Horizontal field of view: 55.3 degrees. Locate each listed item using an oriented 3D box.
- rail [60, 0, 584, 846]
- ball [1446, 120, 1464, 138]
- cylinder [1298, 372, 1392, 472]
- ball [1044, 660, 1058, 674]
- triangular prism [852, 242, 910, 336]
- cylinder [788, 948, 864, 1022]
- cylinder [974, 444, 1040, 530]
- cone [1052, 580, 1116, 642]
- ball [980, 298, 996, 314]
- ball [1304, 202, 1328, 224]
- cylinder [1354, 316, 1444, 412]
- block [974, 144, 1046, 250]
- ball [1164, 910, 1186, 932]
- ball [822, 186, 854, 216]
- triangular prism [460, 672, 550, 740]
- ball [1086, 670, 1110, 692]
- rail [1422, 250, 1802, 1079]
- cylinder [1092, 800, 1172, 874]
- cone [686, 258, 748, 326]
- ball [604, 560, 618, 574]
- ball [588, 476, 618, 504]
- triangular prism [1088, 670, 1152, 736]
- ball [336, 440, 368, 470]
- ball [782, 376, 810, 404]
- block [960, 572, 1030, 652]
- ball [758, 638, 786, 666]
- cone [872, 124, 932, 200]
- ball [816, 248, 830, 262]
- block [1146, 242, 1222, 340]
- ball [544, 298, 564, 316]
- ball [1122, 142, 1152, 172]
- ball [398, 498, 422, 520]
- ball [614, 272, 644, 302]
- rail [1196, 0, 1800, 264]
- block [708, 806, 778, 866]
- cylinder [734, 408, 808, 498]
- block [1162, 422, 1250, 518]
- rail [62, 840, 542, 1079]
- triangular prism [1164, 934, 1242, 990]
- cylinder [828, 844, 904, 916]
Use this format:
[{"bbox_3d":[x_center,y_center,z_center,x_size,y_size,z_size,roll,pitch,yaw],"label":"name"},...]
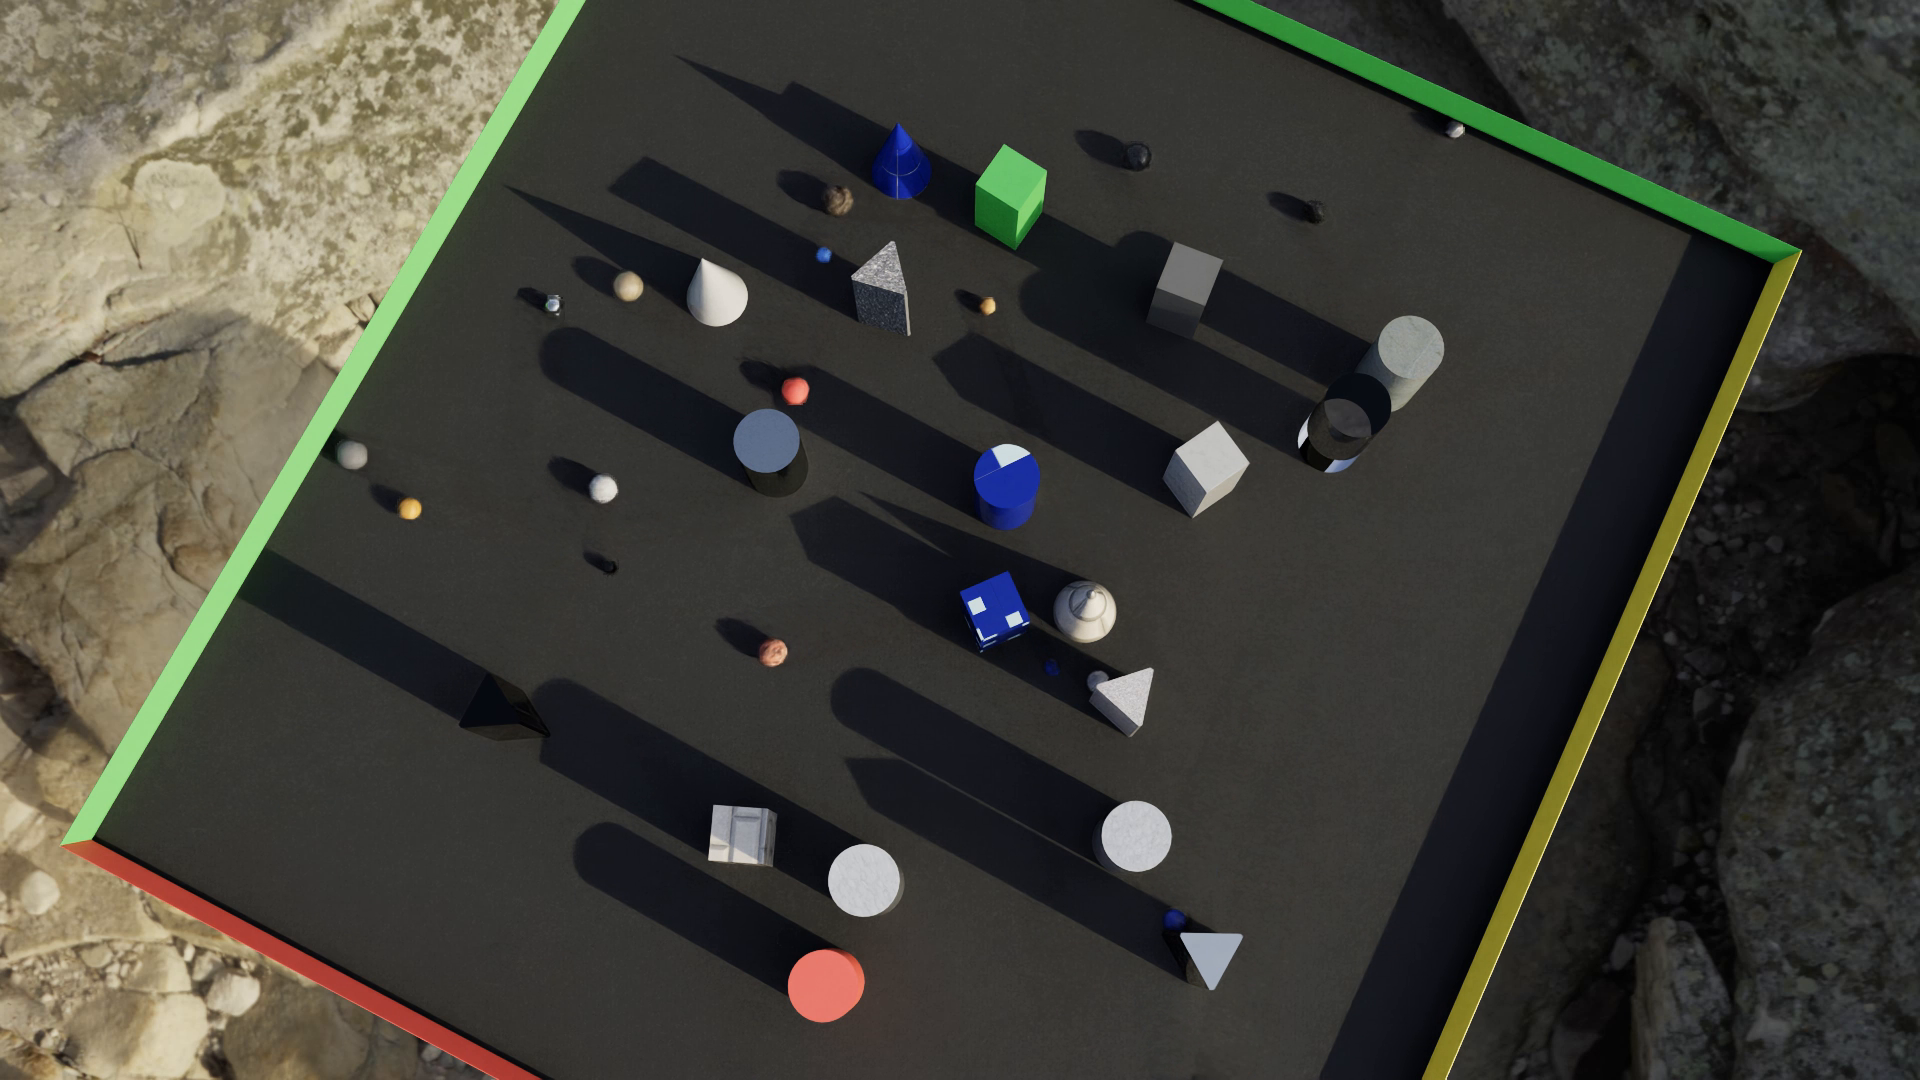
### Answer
[{"bbox_3d":[-1.701,-0.826,5.722,0.045,0.126,3.961,26,80,5],"label":"rail"},{"bbox_3d":[1.582,-1.314,5.858,0.059,0.059,0.059,0,78,0],"label":"ball"},{"bbox_3d":[1.144,-0.345,5.473,0.193,0.421,0.193,0,78,0],"label":"cylinder"},{"bbox_3d":[0.275,0.382,5.515,0.044,0.044,0.044,0,78,0],"label":"ball"},{"bbox_3d":[-0.218,-0.773,5.575,0.167,0.394,0.145,17,79,3],"label":"triangular prism"},{"bbox_3d":[-0.375,1.257,5.188,0.193,0.329,0.193,0,78,0],"label":"cylinder"},{"bbox_3d":[0.137,-0.155,5.493,0.193,0.305,0.193,0,78,0],"label":"cylinder"},{"bbox_3d":[0.379,0.182,5.403,0.193,0.344,0.193,0,78,0],"label":"cone"},{"bbox_3d":[0.086,-0.732,5.742,0.051,0.051,0.051,0,78,0],"label":"ball"},{"bbox_3d":[1.125,-1.034,5.794,0.071,0.071,0.071,0,78,0],"label":"ball"},{"bbox_3d":[1.320,-0.528,5.540,0.193,0.364,0.193,0,78,0],"label":"cylinder"},{"bbox_3d":[0.154,-1.056,5.666,0.155,0.330,0.155,33,80,6],"label":"block"},{"bbox_3d":[0.629,1.111,5.354,0.063,0.063,0.063,0,78,0],"label":"ball"},{"bbox_3d":[-0.386,-1.072,5.789,0.097,0.097,0.097,0,78,0],"label":"ball"},{"bbox_3d":[-1.316,0.483,5.315,0.167,0.395,0.145,-4,78,-1],"label":"triangular prism"},{"bbox_3d":[0.414,0.426,5.493,0.069,0.069,0.069,0,78,0],"label":"ball"},{"bbox_3d":[1.701,0.840,5.378,0.045,0.126,3.961,26,80,5],"label":"rail"},{"bbox_3d":[0.487,0.856,5.244,0.193,0.382,0.193,0,78,0],"label":"cylinder"},{"bbox_3d":[-0.766,-0.801,5.606,0.193,0.345,0.193,0,78,0],"label":"cone"},{"bbox_3d":[-1.065,0.084,5.578,0.042,0.042,0.042,0,78,0],"label":"ball"},{"bbox_3d":[-1.092,-0.156,5.605,0.086,0.086,0.086,0,78,0],"label":"ball"},{"bbox_3d":[0.498,0.451,5.358,0.167,0.323,0.145,42,81,8],"label":"triangular prism"},{"bbox_3d":[-1.865,-0.261,5.623,0.093,0.093,0.093,0,78,0],"label":"ball"},{"bbox_3d":[-0.509,-0.464,5.669,0.084,0.084,0.084,0,78,0],"label":"ball"},{"bbox_3d":[0.101,0.215,5.441,0.155,0.256,0.155,-23,79,-5],"label":"block"},{"bbox_3d":[-0.563,0.337,5.503,0.086,0.086,0.086,0,78,0],"label":"ball"},{"bbox_3d":[-0.187,-1.218,5.681,0.193,0.367,0.193,0,78,0],"label":"cone"},{"bbox_3d":[-0.430,-0.900,5.779,0.047,0.047,0.047,0,78,0],"label":"ball"},{"bbox_3d":[0.683,-0.759,5.607,0.155,0.326,0.155,22,79,4],"label":"block"},{"bbox_3d":[-1.272,-0.731,5.738,0.058,0.058,0.058,0,78,0],"label":"ball"},{"bbox_3d":[0.562,-1.215,5.820,0.093,0.093,0.093,0,78,0],"label":"ball"},{"bbox_3d":[-1.682,-0.096,5.601,0.068,0.068,0.068,0,78,0],"label":"ball"},{"bbox_3d":[-1.037,-0.793,5.732,0.094,0.094,0.094,0,78,0],"label":"ball"},{"bbox_3d":[0.875,-1.707,5.905,3.852,0.126,0.045,26,80,5],"label":"rail"},{"bbox_3d":[-0.626,0.858,5.302,0.155,0.269,0.155,4,78,1],"label":"block"},{"bbox_3d":[-0.564,-0.257,5.505,0.193,0.323,0.193,0,78,0],"label":"cylinder"},{"bbox_3d":[0.731,-0.206,5.481,0.155,0.349,0.155,-34,80,-7],"label":"block"},{"bbox_3d":[-0.875,1.721,5.195,3.852,0.126,0.045,26,80,5],"label":"rail"},{"bbox_3d":[0.655,1.144,5.146,0.145,0.458,0.167,31,80,6],"label":"triangular prism"},{"bbox_3d":[-0.260,0.967,5.181,0.193,0.461,0.193,0,78,0],"label":"cylinder"}]
